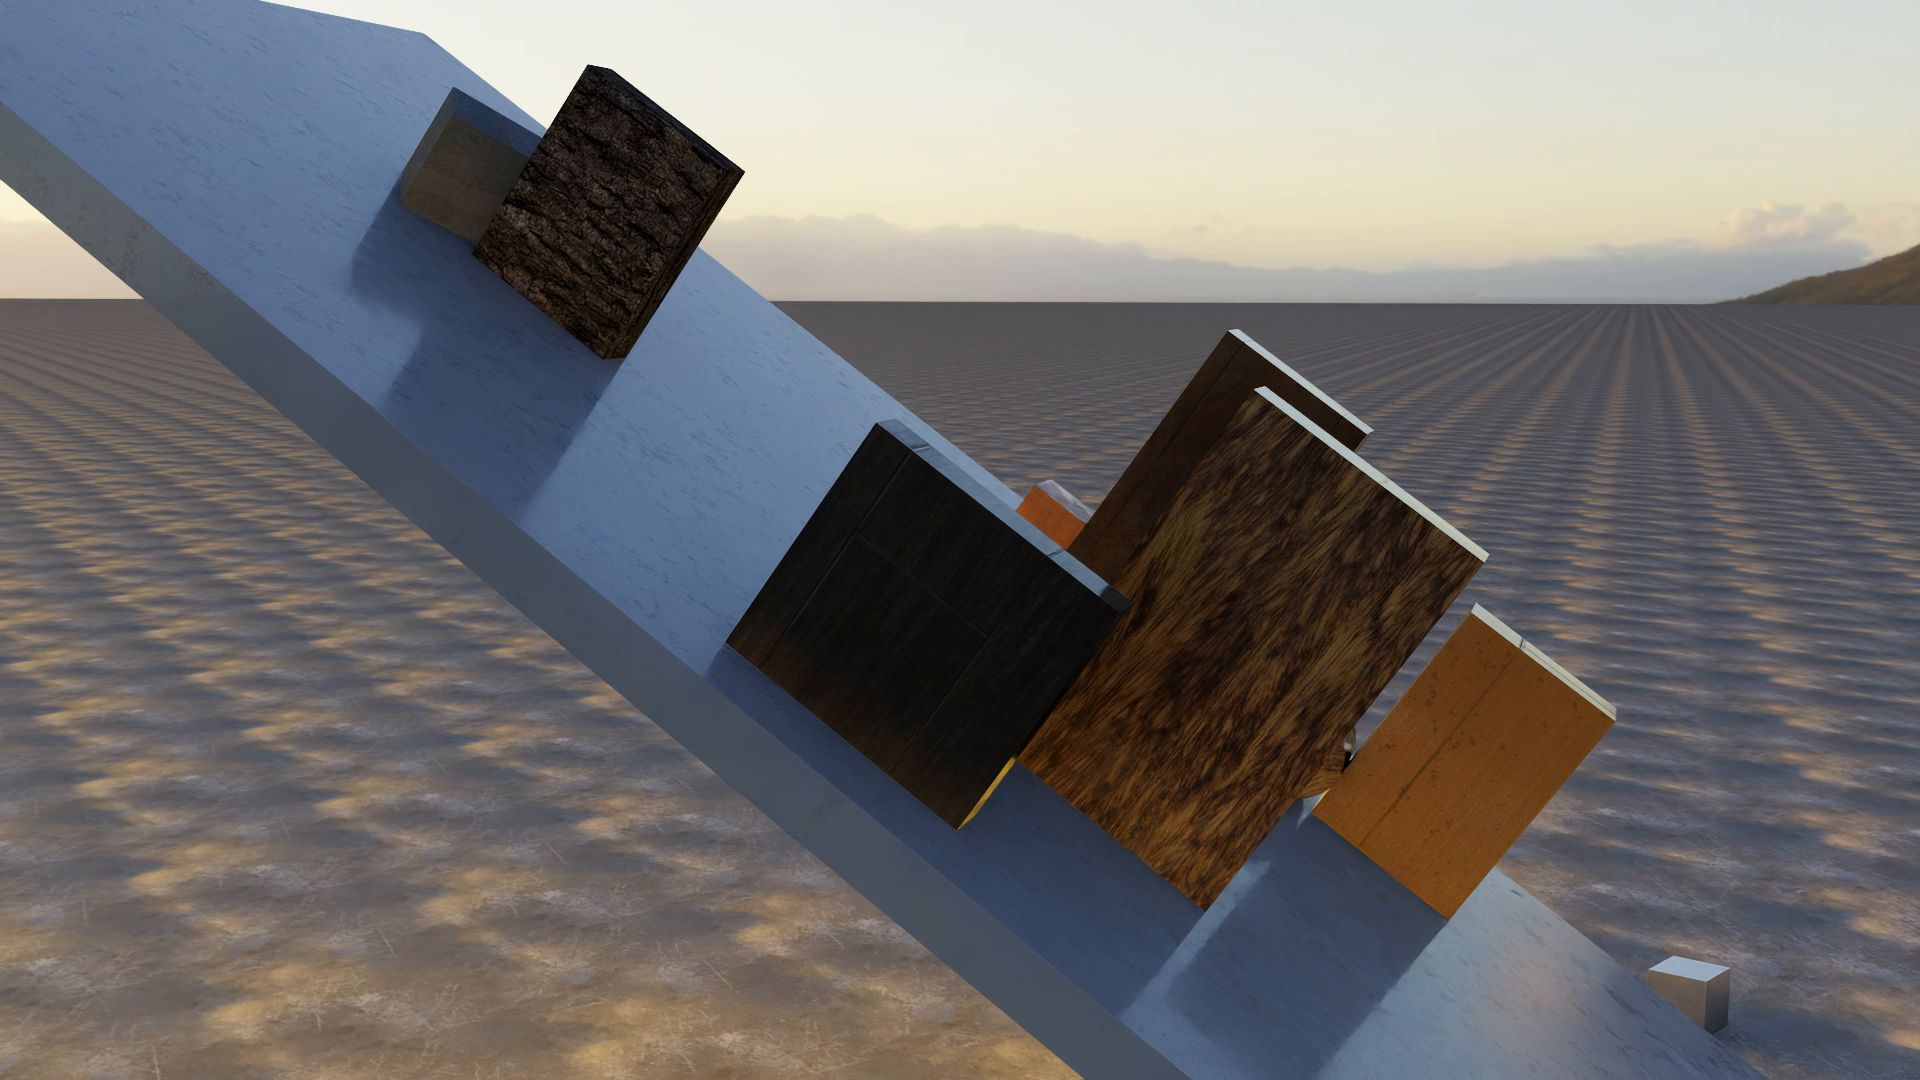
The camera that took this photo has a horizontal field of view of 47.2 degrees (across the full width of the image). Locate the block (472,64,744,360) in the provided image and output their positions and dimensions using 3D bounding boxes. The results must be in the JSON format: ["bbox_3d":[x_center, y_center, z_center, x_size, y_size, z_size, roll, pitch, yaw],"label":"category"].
[{"bbox_3d":[-0.653,-0.604,4.070,0.329,0.423,0.099,38,16,10],"label":"block"}]

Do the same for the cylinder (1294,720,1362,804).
[{"bbox_3d":[0.687,0.406,4.369,0.177,0.177,0.177,3,18,25],"label":"cylinder"}]

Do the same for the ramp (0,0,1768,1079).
[{"bbox_3d":[-0.074,0.140,4.074,4.000,0.100,2.000,38,16,10],"label":"ramp"}]

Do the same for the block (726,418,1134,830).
[{"bbox_3d":[-0.050,0.122,3.228,0.445,0.410,0.091,38,16,10],"label":"block"}]

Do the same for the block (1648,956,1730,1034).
[{"bbox_3d":[1.795,1.126,5.418,0.146,0.146,0.146,6,9,41],"label":"block"}]

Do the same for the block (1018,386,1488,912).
[{"bbox_3d":[0.441,0.176,3.521,0.439,0.718,0.105,38,16,10],"label":"block"}]

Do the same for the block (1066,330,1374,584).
[{"bbox_3d":[0.518,-0.076,4.572,0.350,0.636,0.116,38,16,10],"label":"block"}]

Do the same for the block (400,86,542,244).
[{"bbox_3d":[-0.931,-0.708,4.212,0.199,0.199,0.199,29,17,-24],"label":"block"}]

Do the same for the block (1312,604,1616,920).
[{"bbox_3d":[0.982,0.431,4.296,0.334,0.507,0.129,38,16,10],"label":"block"}]

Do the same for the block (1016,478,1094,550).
[{"bbox_3d":[0.192,-0.029,4.685,0.137,0.137,0.137,38,16,10],"label":"block"}]
